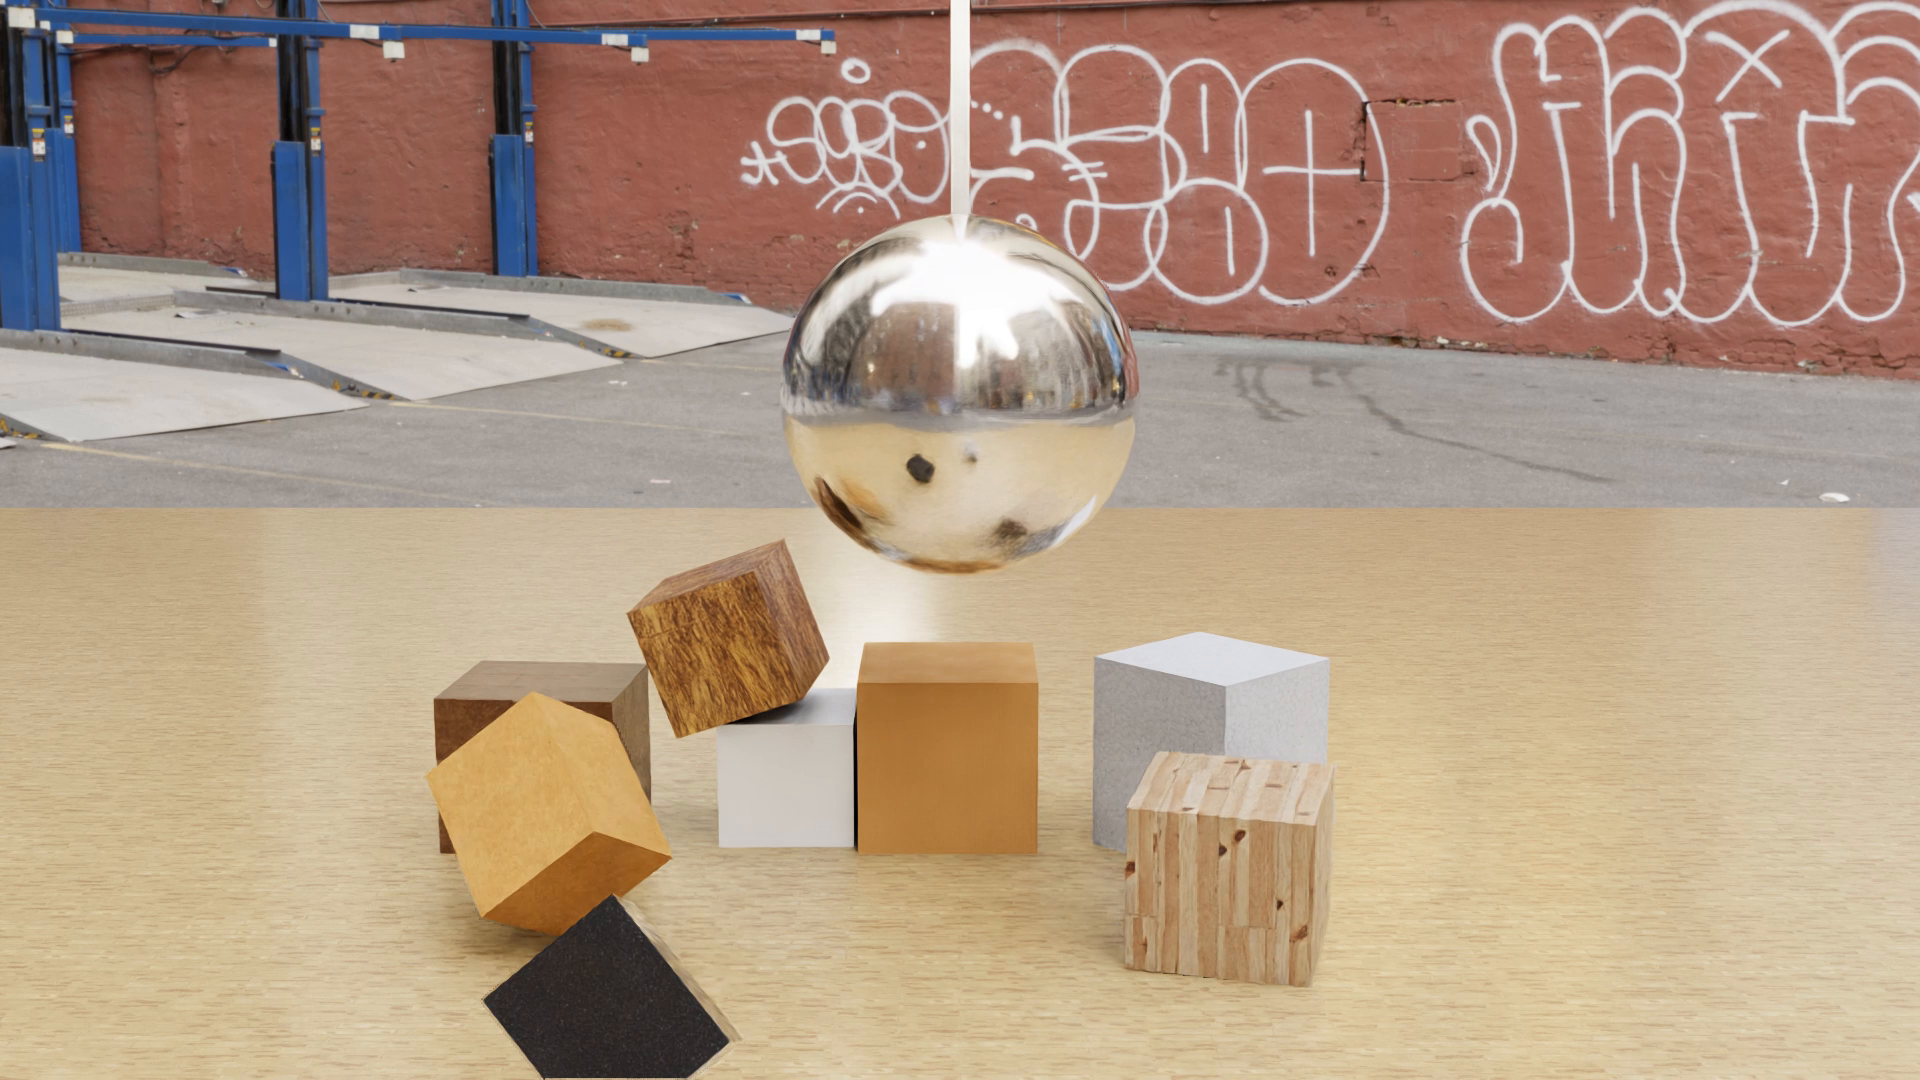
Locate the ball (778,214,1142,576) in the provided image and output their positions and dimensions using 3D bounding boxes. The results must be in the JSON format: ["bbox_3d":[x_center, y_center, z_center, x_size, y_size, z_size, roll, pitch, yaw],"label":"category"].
[{"bbox_3d":[0.000,-0.637,9.744,1.600,1.600,1.600,0,10,0],"label":"ball"}]

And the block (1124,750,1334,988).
[{"bbox_3d":[1.180,1.416,9.574,0.791,0.731,0.732,3,15,15],"label":"block"}]

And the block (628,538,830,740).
[{"bbox_3d":[-1.161,0.492,11.174,0.686,0.682,0.714,-18,10,12],"label":"block"}]

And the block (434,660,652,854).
[{"bbox_3d":[-2.117,1.106,11.264,0.892,0.794,0.817,1,10,4],"label":"block"}]

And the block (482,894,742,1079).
[{"bbox_3d":[-1.183,1.661,7.602,0.546,0.635,0.619,-39,-8,-9],"label":"block"}]

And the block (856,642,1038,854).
[{"bbox_3d":[-0.061,1.054,11.320,0.893,0.877,0.890,0,10,0],"label":"block"}]

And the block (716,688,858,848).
[{"bbox_3d":[-0.873,1.166,11.380,0.681,0.635,0.755,0,10,0],"label":"block"}]

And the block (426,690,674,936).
[{"bbox_3d":[-1.806,1.215,9.674,0.639,0.753,0.597,-37,-31,12],"label":"block"}]

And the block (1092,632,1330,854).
[{"bbox_3d":[1.253,1.061,11.023,0.813,0.969,0.841,-10,14,-43],"label":"block"}]

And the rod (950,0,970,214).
[{"bbox_3d":[0.000,-4.034,9.875,0.080,5.200,0.080,0,-2,0],"label":"rod"}]
